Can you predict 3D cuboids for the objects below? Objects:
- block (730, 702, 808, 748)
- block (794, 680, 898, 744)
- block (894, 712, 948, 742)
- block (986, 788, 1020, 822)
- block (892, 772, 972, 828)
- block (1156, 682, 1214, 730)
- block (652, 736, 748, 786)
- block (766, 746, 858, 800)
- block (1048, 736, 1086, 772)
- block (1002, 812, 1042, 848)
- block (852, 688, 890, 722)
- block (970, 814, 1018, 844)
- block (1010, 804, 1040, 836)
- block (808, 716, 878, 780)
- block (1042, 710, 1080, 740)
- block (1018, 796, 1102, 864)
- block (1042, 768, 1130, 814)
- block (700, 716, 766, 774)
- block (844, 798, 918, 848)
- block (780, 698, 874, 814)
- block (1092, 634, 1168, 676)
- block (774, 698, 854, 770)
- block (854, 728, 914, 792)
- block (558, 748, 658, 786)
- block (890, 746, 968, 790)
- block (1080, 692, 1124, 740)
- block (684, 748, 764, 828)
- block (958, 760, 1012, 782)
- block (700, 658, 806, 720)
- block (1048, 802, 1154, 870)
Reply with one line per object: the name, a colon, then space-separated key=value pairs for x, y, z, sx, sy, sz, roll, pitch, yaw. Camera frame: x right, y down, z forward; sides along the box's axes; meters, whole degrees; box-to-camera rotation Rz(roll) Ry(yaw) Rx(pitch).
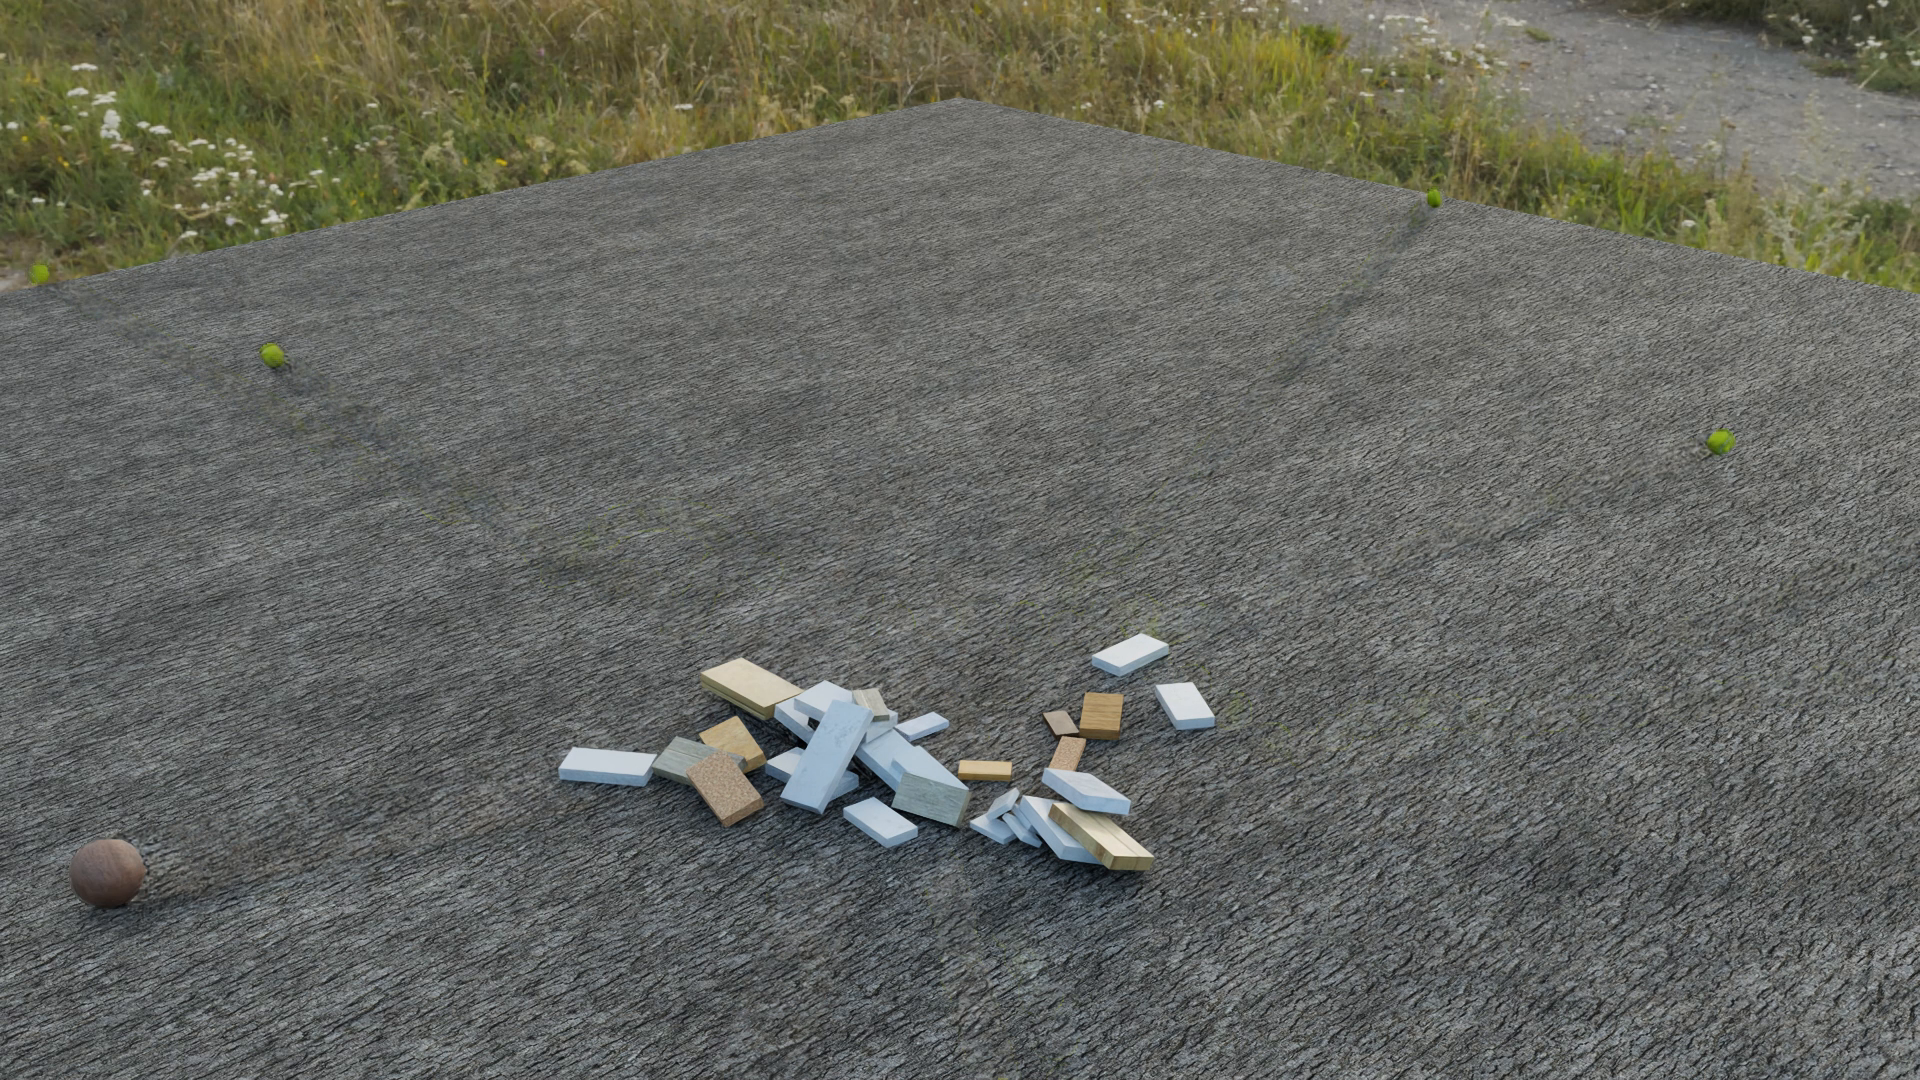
block: x=-0.387 y=0.386 z=4.811 sx=0.114 sy=0.032 sz=0.229 roll=-21 pitch=31 yaw=-40
block: x=-0.242 y=0.361 z=4.634 sx=0.202 sy=0.029 sz=0.101 roll=22 pitch=31 yaw=32
block: x=-0.084 y=0.406 z=4.784 sx=0.109 sy=0.015 sz=0.054 roll=-18 pitch=29 yaw=-35
block: x=0.086 y=0.532 z=4.427 sx=0.052 sy=0.015 sz=0.104 roll=-32 pitch=3 yaw=16
block: x=-0.058 y=0.524 z=4.434 sx=0.151 sy=0.076 sz=0.021 roll=13 pitch=-15 yaw=28
block: x=0.497 y=0.367 z=4.866 sx=0.086 sy=0.024 sz=0.171 roll=-4 pitch=23 yaw=-10
block: x=-0.542 y=0.469 z=4.574 sx=0.183 sy=0.026 sz=0.091 roll=13 pitch=47 yaw=31
block: x=-0.309 y=0.488 z=4.578 sx=0.184 sy=0.026 sz=0.092 roll=20 pitch=30 yaw=39
block: x=0.225 y=0.463 z=4.651 sx=0.052 sy=0.015 sz=0.169 roll=6 pitch=24 yaw=13
block: x=0.123 y=0.574 z=4.350 sx=0.047 sy=0.013 sz=0.095 roll=26 pitch=10 yaw=-30
block: x=-0.188 y=0.348 z=4.617 sx=0.054 sy=0.015 sz=0.109 roll=-4 pitch=27 yaw=-15
block: x=0.070 y=0.576 z=4.386 sx=0.047 sy=0.013 sz=0.094 roll=-21 pitch=31 yaw=-40
block: x=0.139 y=0.560 z=4.393 sx=0.047 sy=0.013 sz=0.095 roll=26 pitch=9 yaw=-29
block: x=-0.217 y=0.419 z=4.634 sx=0.101 sy=0.029 sz=0.202 roll=-22 pitch=49 yaw=-41
block: x=0.220 y=0.404 z=4.789 sx=0.052 sy=0.015 sz=0.104 roll=-6 pitch=24 yaw=-13
block: x=0.205 y=0.571 z=4.334 sx=0.104 sy=0.029 sz=0.208 roll=12 pitch=16 yaw=-27
block: x=0.253 y=0.506 z=4.437 sx=0.104 sy=0.029 sz=0.208 roll=10 pitch=6 yaw=-21
block: x=-0.481 y=0.441 z=4.656 sx=0.091 sy=0.026 sz=0.183 roll=-25 pitch=29 yaw=-13
block: x=-0.159 y=0.565 z=4.402 sx=0.076 sy=0.021 sz=0.151 roll=-16 pitch=28 yaw=-34
block: x=-0.272 y=0.443 z=4.514 sx=0.092 sy=0.026 sz=0.242 roll=13 pitch=61 yaw=28
block: x=0.396 y=0.266 z=5.103 sx=0.171 sy=0.024 sz=0.085 roll=-21 pitch=31 yaw=-40
block: x=-0.279 y=0.405 z=4.702 sx=0.114 sy=0.032 sz=0.229 roll=-21 pitch=43 yaw=-40
block: x=-0.128 y=0.463 z=4.557 sx=0.101 sy=0.029 sz=0.202 roll=-21 pitch=49 yaw=-41
block: x=-0.736 y=0.475 z=4.607 sx=0.184 sy=0.026 sz=0.092 roll=4 pitch=23 yaw=9
block: x=-0.062 y=0.486 z=4.506 sx=0.076 sy=0.021 sz=0.151 roll=-22 pitch=49 yaw=-41
block: x=0.311 y=0.386 z=4.821 sx=0.086 sy=0.024 sz=0.171 roll=3 pitch=23 yaw=7
block: x=-0.479 y=0.503 z=4.471 sx=0.091 sy=0.026 sz=0.183 roll=-29 pitch=41 yaw=-16
block: x=0.053 y=0.483 z=4.603 sx=0.109 sy=0.015 sz=0.054 roll=2 pitch=23 yaw=4
block: x=-0.458 y=0.328 z=4.863 sx=0.114 sy=0.032 sz=0.229 roll=-20 pitch=30 yaw=-39
block: x=0.274 y=0.577 z=4.283 sx=0.104 sy=0.029 sz=0.208 roll=8 pitch=19 yaw=-38
